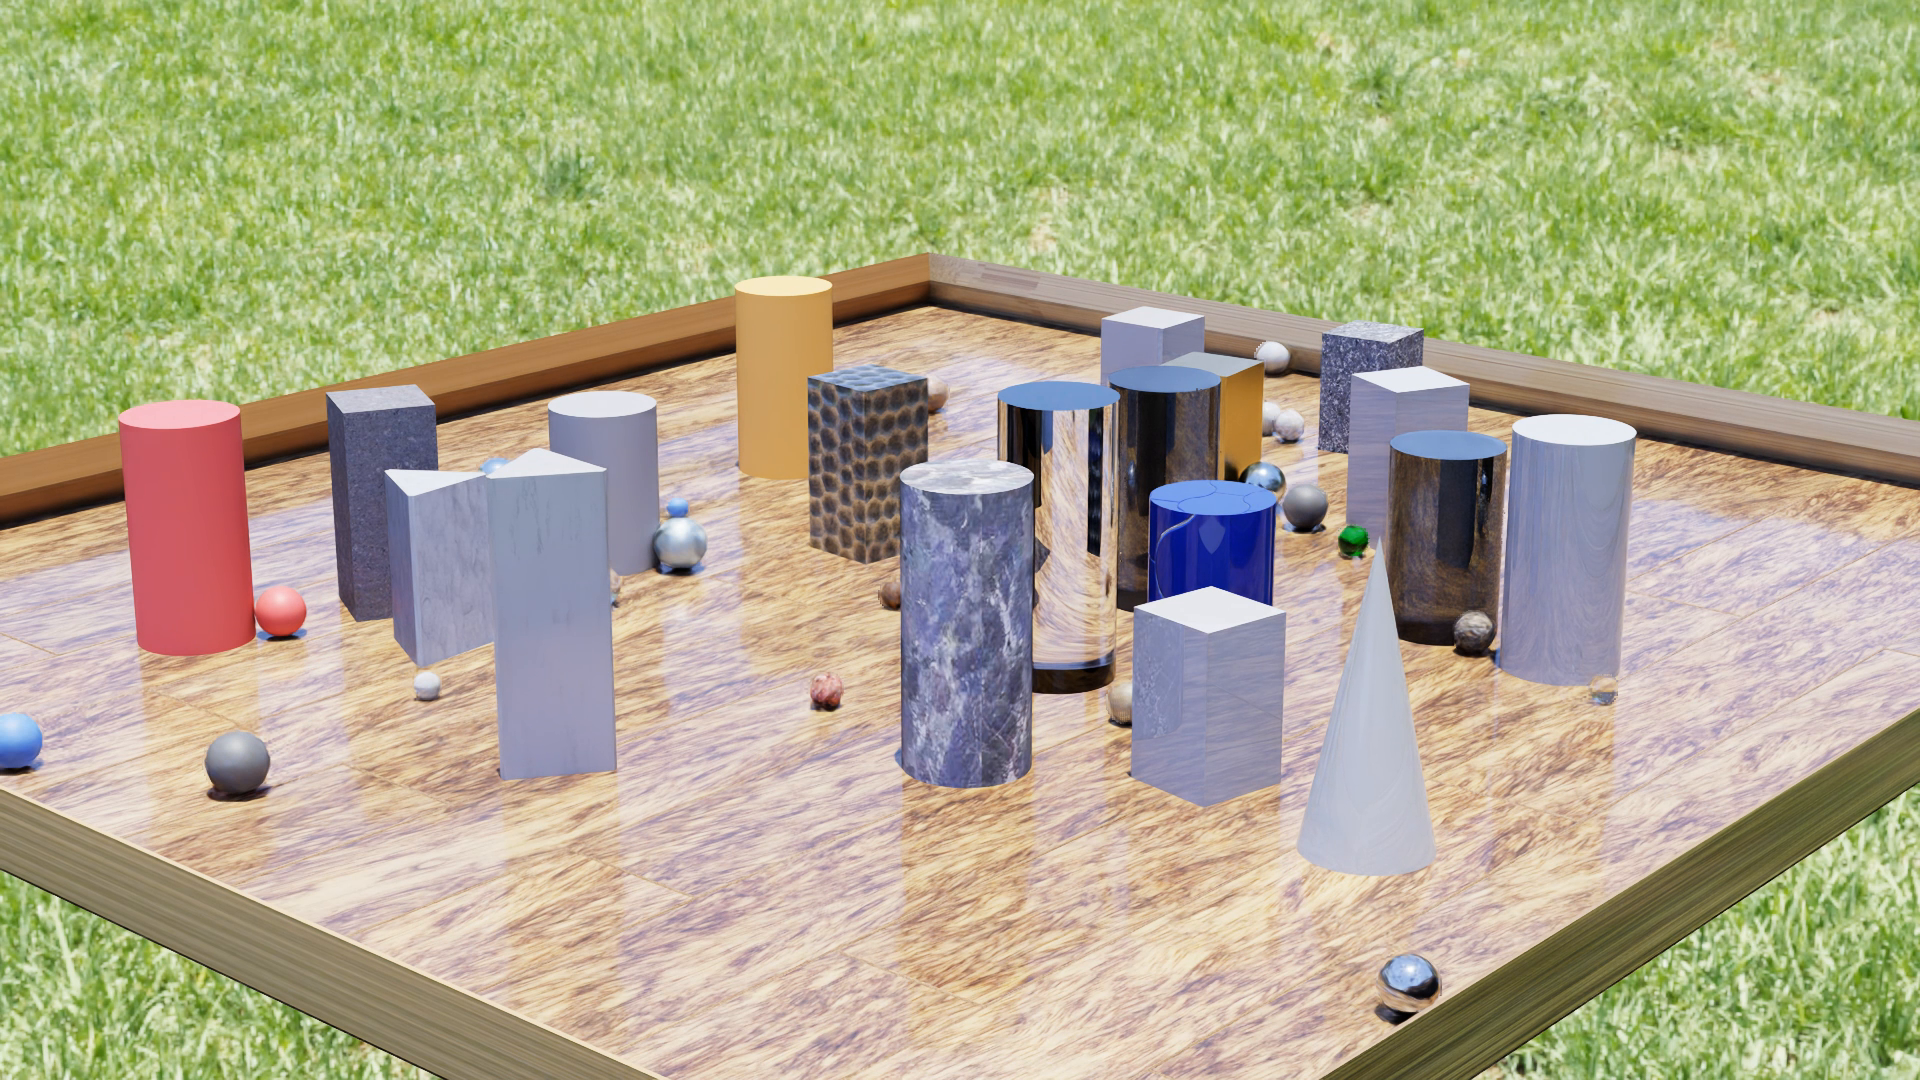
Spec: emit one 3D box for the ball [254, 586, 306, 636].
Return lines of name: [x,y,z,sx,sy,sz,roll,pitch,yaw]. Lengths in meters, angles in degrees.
ball: [-1.136,0.119,4.905,0.084,0.084,0.084,0,17,0]

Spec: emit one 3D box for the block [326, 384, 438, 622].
block: [-0.983,-0.065,5.024,0.154,0.366,0.154,-7,18,-21]

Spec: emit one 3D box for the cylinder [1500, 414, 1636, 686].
cylinder: [0.974,0.015,4.708,0.193,0.397,0.193,0,17,0]

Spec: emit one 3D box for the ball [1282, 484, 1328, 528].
ball: [0.649,-0.063,5.508,0.084,0.084,0.084,0,17,0]

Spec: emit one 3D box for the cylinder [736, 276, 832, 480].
cylinder: [-0.351,-0.327,5.881,0.193,0.373,0.193,0,17,0]

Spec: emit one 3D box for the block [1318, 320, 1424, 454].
block: [0.848,-0.311,6.048,0.154,0.247,0.154,11,20,33]

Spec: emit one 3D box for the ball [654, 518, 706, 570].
ball: [-0.502,0.006,5.261,0.095,0.095,0.095,0,17,0]

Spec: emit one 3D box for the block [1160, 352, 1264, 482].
block: [0.482,-0.212,5.687,0.154,0.266,0.154,11,20,31]

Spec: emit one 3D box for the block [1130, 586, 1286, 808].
block: [0.359,0.225,4.245,0.154,0.263,0.154,-13,21,-37]

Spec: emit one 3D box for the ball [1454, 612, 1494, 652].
ball: [0.847,0.152,4.825,0.066,0.066,0.066,0,17,0]

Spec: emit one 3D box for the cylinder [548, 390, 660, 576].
cylinder: [-0.638,-0.102,5.274,0.193,0.294,0.193,0,17,0]

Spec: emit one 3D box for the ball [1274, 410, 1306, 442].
ball: [0.689,-0.238,6.124,0.064,0.064,0.064,0,17,0]

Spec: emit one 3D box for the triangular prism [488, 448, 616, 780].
triangular prism: [-0.605,0.105,4.304,0.167,0.459,0.145,-4,17,-13]

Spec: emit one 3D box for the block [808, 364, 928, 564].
block: [-0.167,-0.141,5.355,0.154,0.321,0.154,-15,23,-41]

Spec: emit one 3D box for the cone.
cone: [0.560,0.209,3.973,0.193,0.450,0.193,0,17,0]

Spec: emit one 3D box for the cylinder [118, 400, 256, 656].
cylinder: [-1.276,-0.022,4.850,0.193,0.385,0.193,0,17,0]

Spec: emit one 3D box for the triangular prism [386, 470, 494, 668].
triangular prism: [-0.885,0.036,4.823,0.145,0.290,0.167,12,21,35]

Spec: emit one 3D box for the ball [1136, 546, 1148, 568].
ball: [0.339,0.029,5.277,0.041,0.041,0.041,0,17,0]

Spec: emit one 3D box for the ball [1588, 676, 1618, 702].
ball: [1.008,0.234,4.596,0.044,0.044,0.044,0,17,0]

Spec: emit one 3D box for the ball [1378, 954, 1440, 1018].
ball: [0.541,0.537,3.535,0.076,0.076,0.076,0,17,0]

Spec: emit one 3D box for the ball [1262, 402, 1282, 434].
ball: [0.647,-0.257,6.179,0.067,0.067,0.067,0,17,0]

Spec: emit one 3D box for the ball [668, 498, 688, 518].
ball: [-0.536,-0.061,5.575,0.041,0.041,0.041,0,17,0]

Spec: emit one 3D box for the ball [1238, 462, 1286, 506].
ball: [0.580,-0.104,5.630,0.094,0.094,0.094,0,17,0]

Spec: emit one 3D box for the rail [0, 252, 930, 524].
rail: [-1.227,-0.276,6.140,0.045,0.125,3.552,14,22,39]

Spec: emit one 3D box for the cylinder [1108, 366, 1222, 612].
cylinder: [0.348,-0.087,5.053,0.193,0.393,0.193,0,17,0]

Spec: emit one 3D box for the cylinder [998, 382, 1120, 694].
cylinder: [0.155,-0.005,4.661,0.193,0.462,0.193,0,17,0]

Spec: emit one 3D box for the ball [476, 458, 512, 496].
ball: [-0.893,-0.115,5.673,0.089,0.089,0.089,0,17,0]

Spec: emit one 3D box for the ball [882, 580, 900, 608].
ball: [-0.113,0.094,5.053,0.047,0.047,0.047,0,17,0]

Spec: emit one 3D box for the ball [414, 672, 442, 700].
ball: [-0.838,0.229,4.609,0.044,0.044,0.044,0,17,0]

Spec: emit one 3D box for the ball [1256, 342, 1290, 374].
ball: [0.715,-0.414,6.688,0.075,0.075,0.075,0,17,0]

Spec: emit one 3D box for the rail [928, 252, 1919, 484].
rail: [1.149,-0.351,6.387,3.297,0.125,0.045,14,22,39]

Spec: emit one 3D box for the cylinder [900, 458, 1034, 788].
cylinder: [0.010,0.120,4.280,0.193,0.443,0.193,0,17,0]

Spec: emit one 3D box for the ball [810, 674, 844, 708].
ball: [-0.208,0.235,4.575,0.053,0.053,0.053,0,17,0]

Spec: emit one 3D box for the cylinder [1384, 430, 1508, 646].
cylinder: [0.810,-0.005,4.907,0.193,0.320,0.193,0,17,0]

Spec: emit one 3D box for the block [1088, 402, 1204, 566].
block: [0.337,-0.105,5.350,0.154,0.255,0.154,-7,18,-23]

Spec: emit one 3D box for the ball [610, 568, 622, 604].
ball: [-0.621,0.080,5.056,0.072,0.072,0.072,0,17,0]

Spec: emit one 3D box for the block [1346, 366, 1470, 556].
block: [0.821,-0.145,5.392,0.154,0.309,0.154,-7,18,-23]

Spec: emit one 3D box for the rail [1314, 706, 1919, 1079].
rail: [1.227,0.339,4.101,0.045,0.125,3.552,14,22,39]

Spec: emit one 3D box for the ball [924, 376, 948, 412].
ball: [-0.064,-0.318,6.363,0.078,0.078,0.078,0,17,0]

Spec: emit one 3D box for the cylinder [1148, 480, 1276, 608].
cylinder: [0.384,0.102,4.505,0.193,0.348,0.193,0,17,0]

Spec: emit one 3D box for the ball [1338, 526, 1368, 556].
ball: [0.716,0.003,5.341,0.055,0.055,0.055,0,17,0]

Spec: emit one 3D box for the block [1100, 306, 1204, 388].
block: [0.402,-0.340,6.128,0.154,0.256,0.154,13,21,36]

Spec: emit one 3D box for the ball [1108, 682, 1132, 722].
ball: [0.260,0.249,4.510,0.063,0.063,0.063,0,17,0]

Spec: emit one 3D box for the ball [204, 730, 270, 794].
ball: [-1.041,0.321,4.225,0.091,0.091,0.091,0,17,0]

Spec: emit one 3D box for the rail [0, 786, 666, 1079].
rail: [-1.149,0.414,3.853,3.297,0.125,0.045,14,22,39]

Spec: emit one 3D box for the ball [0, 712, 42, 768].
ball: [-1.395,0.296,4.324,0.082,0.082,0.082,0,17,0]
